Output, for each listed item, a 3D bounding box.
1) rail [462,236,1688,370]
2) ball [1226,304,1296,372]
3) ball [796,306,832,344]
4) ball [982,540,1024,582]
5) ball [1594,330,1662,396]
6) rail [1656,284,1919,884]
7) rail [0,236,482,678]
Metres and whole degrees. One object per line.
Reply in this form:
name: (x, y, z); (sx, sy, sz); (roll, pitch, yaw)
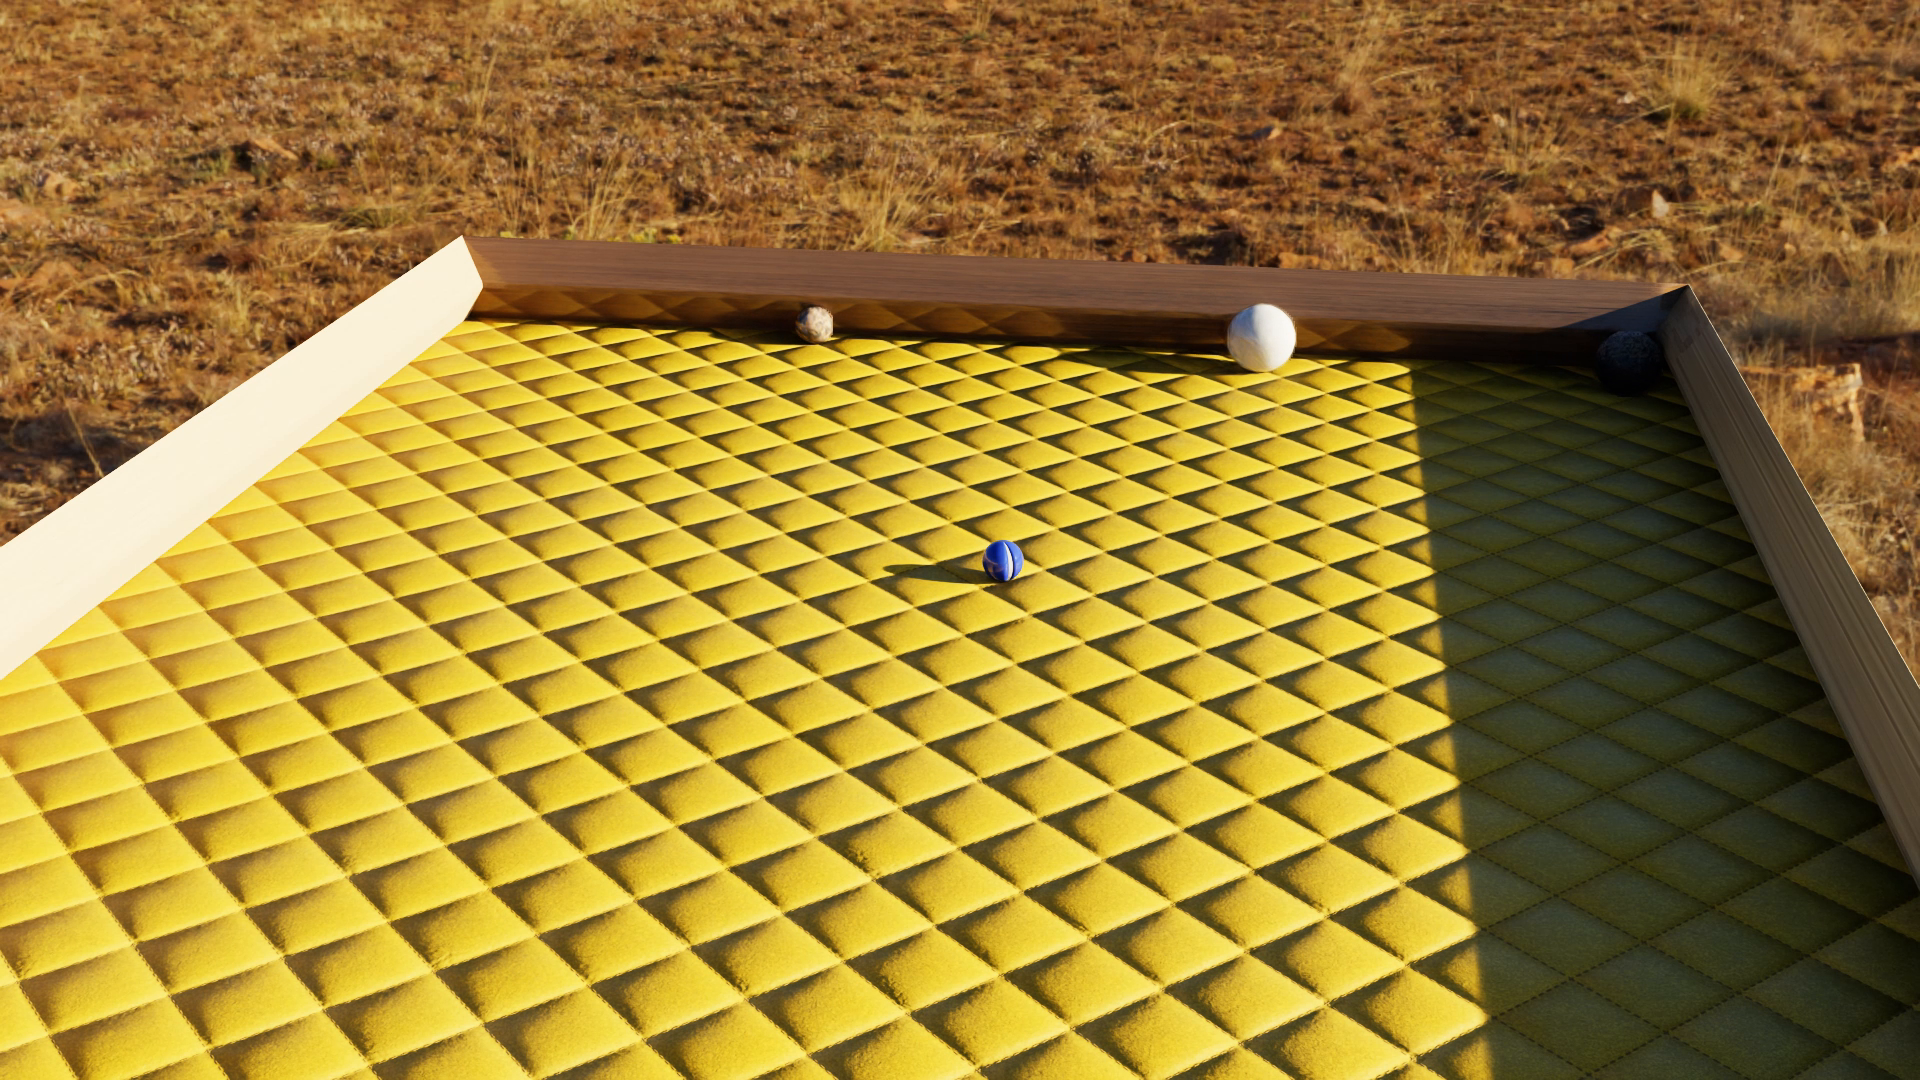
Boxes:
rail: (0.130, -0.345, 3.227); (1.811, 0.126, 0.045); (3, 22, 8)
ball: (0.428, -0.287, 3.125); (0.097, 0.097, 0.097); (0, 22, 0)
ball: (-0.217, -0.319, 3.260); (0.055, 0.055, 0.055); (0, 22, 0)
ball: (0.047, 0.023, 2.427); (0.046, 0.046, 0.046); (0, 22, 0)
ball: (0.920, -0.244, 3.027); (0.090, 0.090, 0.090); (0, 22, 0)
rail: (0.738, 0.344, 1.523); (0.045, 0.126, 3.495); (3, 22, 8)
rail: (-1.005, 0.243, 1.772); (0.045, 0.126, 3.495); (3, 22, 8)
